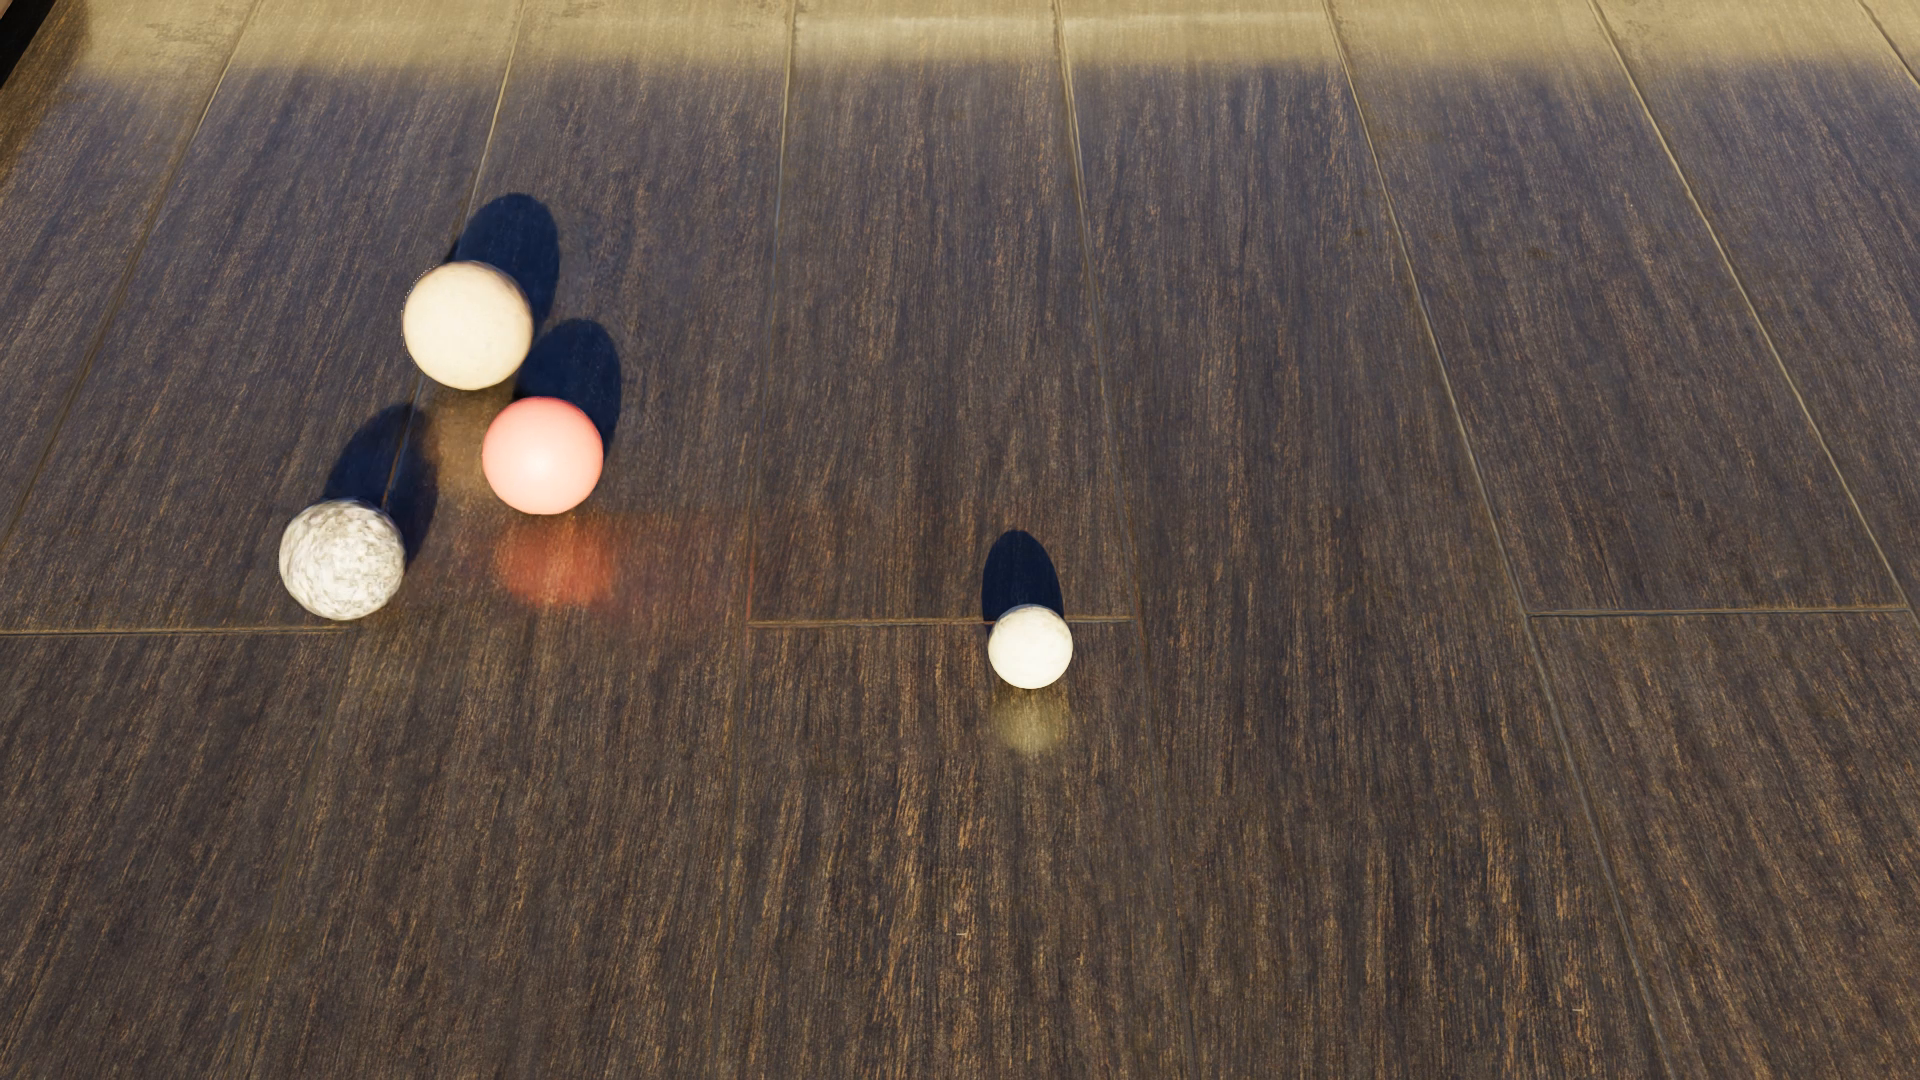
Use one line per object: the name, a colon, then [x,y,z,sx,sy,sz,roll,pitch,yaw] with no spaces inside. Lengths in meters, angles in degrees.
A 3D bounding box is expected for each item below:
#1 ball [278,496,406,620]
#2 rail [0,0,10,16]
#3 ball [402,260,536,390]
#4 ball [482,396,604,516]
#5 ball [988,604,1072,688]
ball: [-0.392,0.011,1.629,0.079,0.079,0.079,0,36,0]
rail: [-0.847,-0.010,1.621,0.045,0.121,2.080,-1,36,-1]
ball: [-0.353,-0.155,1.845,0.093,0.093,0.093,0,36,0]
ball: [-0.280,-0.057,1.721,0.081,0.081,0.081,0,36,0]
ball: [0.043,0.065,1.578,0.053,0.053,0.053,0,36,0]
